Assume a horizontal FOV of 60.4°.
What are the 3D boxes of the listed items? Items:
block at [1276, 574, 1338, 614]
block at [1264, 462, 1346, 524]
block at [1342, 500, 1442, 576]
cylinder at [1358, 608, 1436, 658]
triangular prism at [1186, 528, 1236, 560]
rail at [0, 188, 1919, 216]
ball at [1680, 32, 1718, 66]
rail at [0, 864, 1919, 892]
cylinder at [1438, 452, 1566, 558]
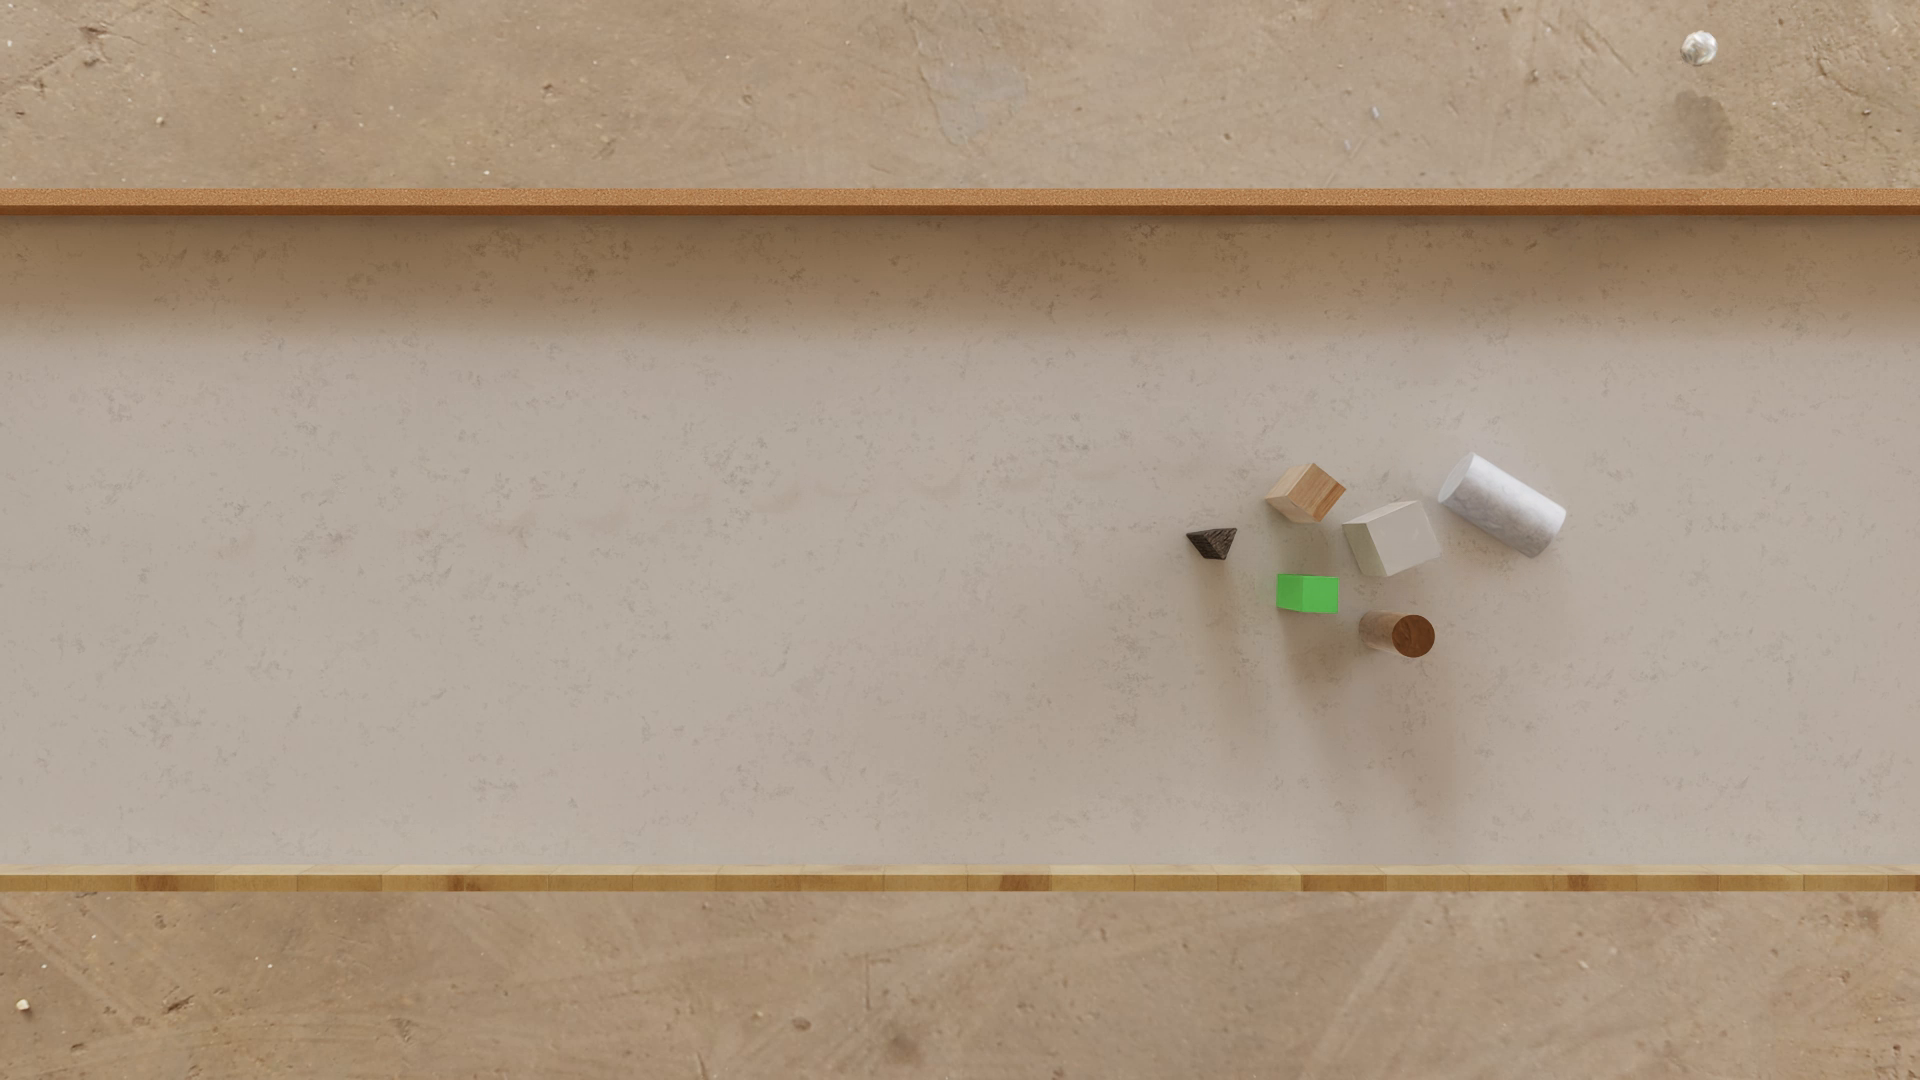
[{"bbox_3d":[1.026,0.156,4.885,0.101,0.383,0.101,2,90,0],"label":"block"},{"bbox_3d":[1.021,-0.136,4.898,0.122,0.357,0.122,39,90,0],"label":"block"},{"bbox_3d":[1.284,-0.004,4.925,0.169,0.303,0.169,-23,90,0],"label":"block"},{"bbox_3d":[1.288,0.273,4.880,0.123,0.393,0.123,0,90,0],"label":"cylinder"},{"bbox_3d":[0.758,-0.007,4.894,0.084,0.366,0.096,-38,90,0],"label":"triangular prism"},{"bbox_3d":[-2.247,-1.025,5.002,12.000,0.150,0.050,0,90,0],"label":"rail"},{"bbox_3d":[3.882,-2.579,8.666,0.177,0.177,0.177,0,90,0],"label":"ball"},{"bbox_3d":[-2.247,1.025,5.001,12.000,0.150,0.050,0,90,0],"label":"rail"},{"bbox_3d":[1.636,-0.105,4.987,0.323,0.180,0.180,32,90,0],"label":"cylinder"}]
